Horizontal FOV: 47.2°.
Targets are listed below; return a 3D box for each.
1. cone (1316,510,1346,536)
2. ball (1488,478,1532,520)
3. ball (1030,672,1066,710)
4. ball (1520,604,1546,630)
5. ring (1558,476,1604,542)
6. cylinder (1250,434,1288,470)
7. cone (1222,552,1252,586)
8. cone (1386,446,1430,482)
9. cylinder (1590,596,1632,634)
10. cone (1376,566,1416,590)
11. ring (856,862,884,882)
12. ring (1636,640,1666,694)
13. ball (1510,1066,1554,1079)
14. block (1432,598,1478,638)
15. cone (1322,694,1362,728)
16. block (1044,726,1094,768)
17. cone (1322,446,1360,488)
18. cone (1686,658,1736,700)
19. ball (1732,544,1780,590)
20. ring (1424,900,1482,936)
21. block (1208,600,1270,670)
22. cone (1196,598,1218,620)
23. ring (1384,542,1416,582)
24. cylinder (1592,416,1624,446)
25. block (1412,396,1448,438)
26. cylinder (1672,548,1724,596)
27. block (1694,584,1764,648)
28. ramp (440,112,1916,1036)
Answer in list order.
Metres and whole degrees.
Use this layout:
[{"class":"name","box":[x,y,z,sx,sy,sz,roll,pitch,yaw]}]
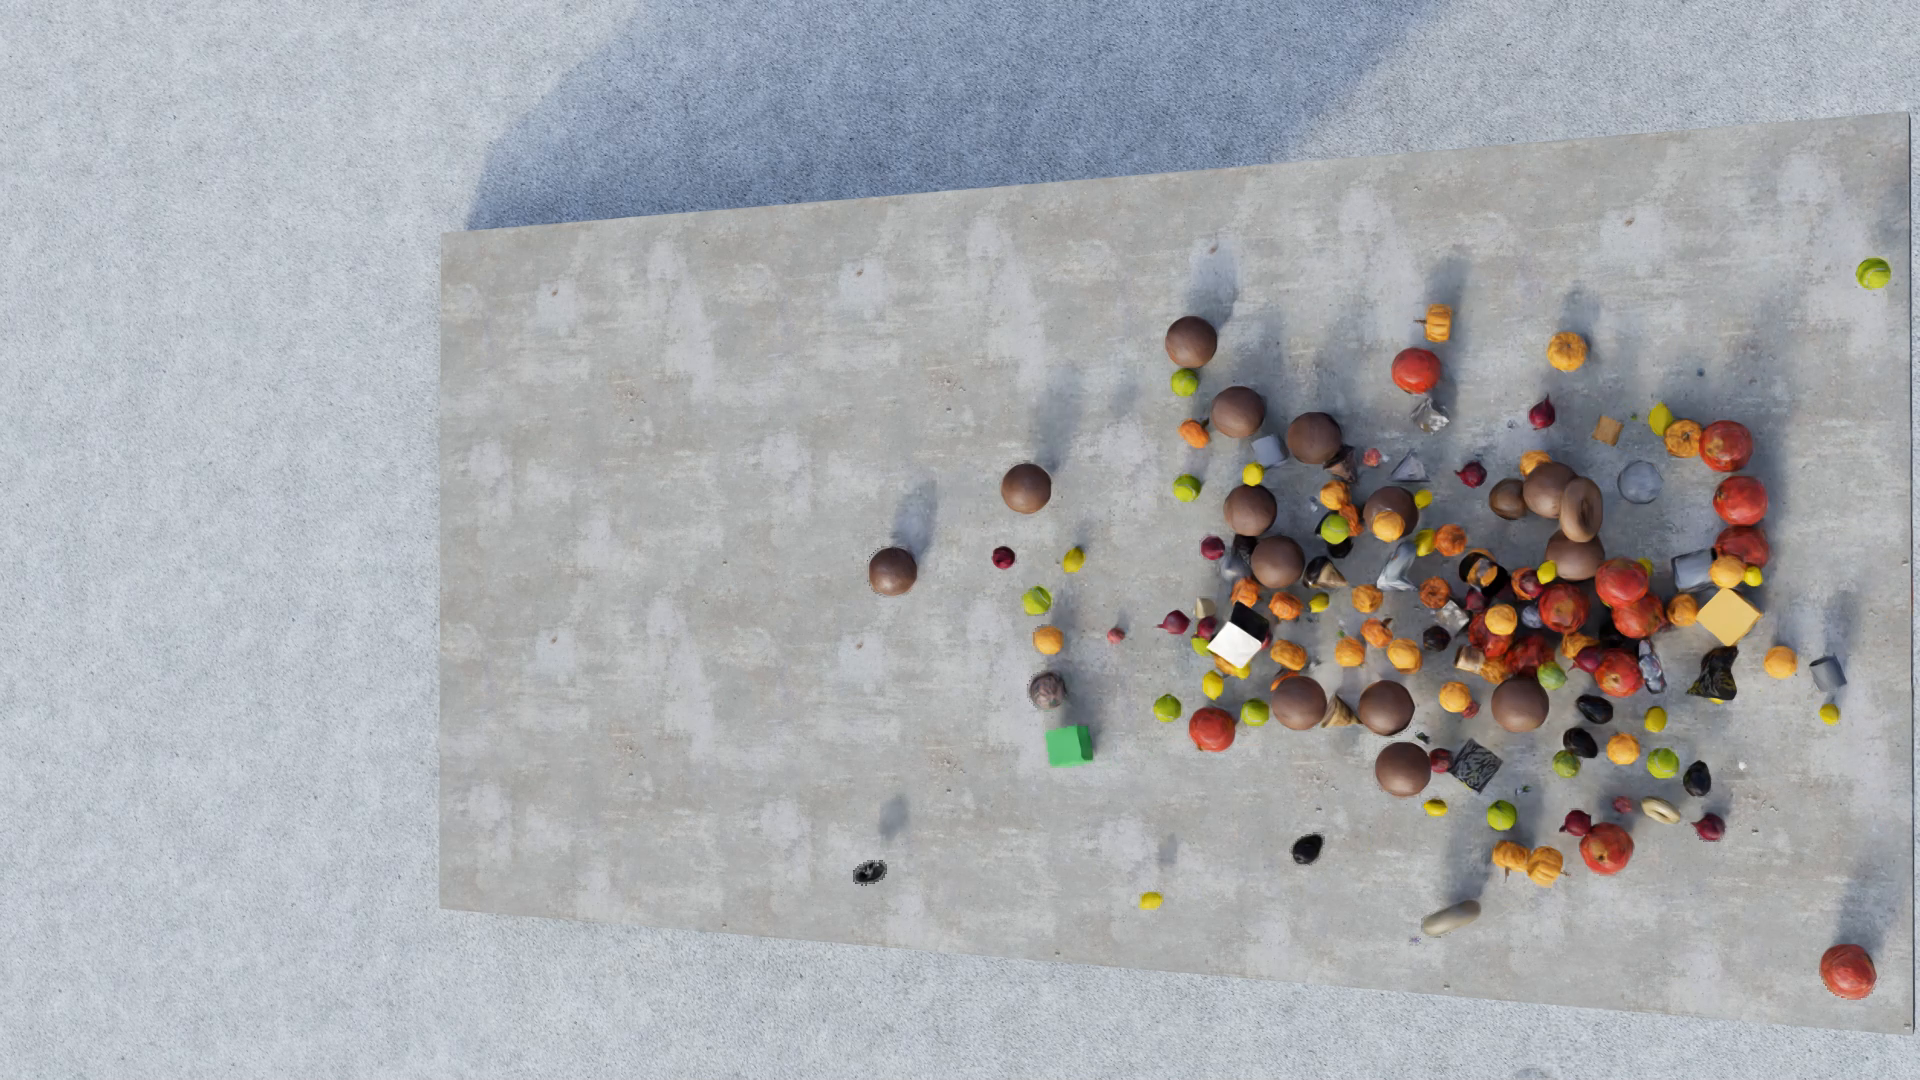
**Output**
[{"class":"cone","box":[0.904,-0.026,5.302,0.067,0.067,0.067,33,89,-5]},{"class":"ball","box":[1.273,-0.095,5.085,0.097,0.097,0.097,0,89,0]},{"class":"ball","box":[0.224,0.384,5.594,0.094,0.094,0.094,0,89,0]},{"class":"ball","box":[1.325,0.177,5.079,0.057,0.057,0.057,0,89,0]},{"class":"ring","box":[1.387,-0.068,4.912,0.150,0.050,0.150,-2,92,-45]},{"class":"cylinder","box":[0.753,-0.213,5.356,0.068,0.068,0.068,-21,92,0]},{"class":"cone","box":[0.665,0.072,5.388,0.082,0.082,0.082,0,89,26]},{"class":"cone","box":[1.047,-0.159,5.190,0.092,0.092,0.092,-26,89,12]},{"class":"cylinder","box":[1.485,0.169,5.021,0.078,0.078,0.078,0,97,1]},{"class":"cone","box":[1.045,0.101,5.195,0.085,0.085,0.085,30,89,31]},{"class":"ring","box":[-0.237,0.875,5.786,0.083,0.083,0.028,-20,104,0]},{"class":"ring","box":[1.538,0.284,4.893,0.042,0.126,0.126,-17,89,18]},{"class":"ball","box":[1.133,1.092,4.352,0.097,0.097,0.097,0,89,0]},{"class":"block","box":[1.159,0.184,5.154,0.066,0.066,0.066,-47,71,21]},{"class":"cone","box":[0.927,0.426,5.280,0.090,0.090,0.090,22,89,-1]},{"class":"block","box":[0.277,0.522,5.559,0.087,0.087,0.087,-14,76,22]},{"class":"cone","box":[0.934,-0.162,5.282,0.092,0.092,0.092,-37,102,0]},{"class":"cone","box":[1.647,0.326,4.871,0.098,0.098,0.098,-32,89,43]},{"class":"ball","box":[1.768,0.061,4.879,0.100,0.100,0.100,0,89,0]},{"class":"ring","box":[1.142,0.877,5.099,0.143,0.143,0.048,-22,74,0]},{"class":"block","box":[0.644,0.218,5.076,0.093,0.093,0.093,33,127,-3]},{"class":"cone","box":[0.594,0.155,5.396,0.060,0.060,0.060,-18,50,22]},{"class":"ring","box":[1.028,0.051,5.131,0.036,0.109,0.109,34,89,21]},{"class":"cylinder","box":[1.476,-0.248,5.009,0.055,0.055,0.055,23,99,0]},{"class":"block","box":[1.106,-0.291,5.171,0.058,0.058,0.058,35,119,-14]},{"class":"cylinder","box":[1.644,0.070,4.902,0.088,0.088,0.088,-17,89,27]},{"class":"block","box":[1.705,0.168,4.872,0.097,0.097,0.097,45,108,19]},{"class":"ramp","box":[0.281,0.080,5.677,4.000,0.100,2.000,0,89,26]}]
